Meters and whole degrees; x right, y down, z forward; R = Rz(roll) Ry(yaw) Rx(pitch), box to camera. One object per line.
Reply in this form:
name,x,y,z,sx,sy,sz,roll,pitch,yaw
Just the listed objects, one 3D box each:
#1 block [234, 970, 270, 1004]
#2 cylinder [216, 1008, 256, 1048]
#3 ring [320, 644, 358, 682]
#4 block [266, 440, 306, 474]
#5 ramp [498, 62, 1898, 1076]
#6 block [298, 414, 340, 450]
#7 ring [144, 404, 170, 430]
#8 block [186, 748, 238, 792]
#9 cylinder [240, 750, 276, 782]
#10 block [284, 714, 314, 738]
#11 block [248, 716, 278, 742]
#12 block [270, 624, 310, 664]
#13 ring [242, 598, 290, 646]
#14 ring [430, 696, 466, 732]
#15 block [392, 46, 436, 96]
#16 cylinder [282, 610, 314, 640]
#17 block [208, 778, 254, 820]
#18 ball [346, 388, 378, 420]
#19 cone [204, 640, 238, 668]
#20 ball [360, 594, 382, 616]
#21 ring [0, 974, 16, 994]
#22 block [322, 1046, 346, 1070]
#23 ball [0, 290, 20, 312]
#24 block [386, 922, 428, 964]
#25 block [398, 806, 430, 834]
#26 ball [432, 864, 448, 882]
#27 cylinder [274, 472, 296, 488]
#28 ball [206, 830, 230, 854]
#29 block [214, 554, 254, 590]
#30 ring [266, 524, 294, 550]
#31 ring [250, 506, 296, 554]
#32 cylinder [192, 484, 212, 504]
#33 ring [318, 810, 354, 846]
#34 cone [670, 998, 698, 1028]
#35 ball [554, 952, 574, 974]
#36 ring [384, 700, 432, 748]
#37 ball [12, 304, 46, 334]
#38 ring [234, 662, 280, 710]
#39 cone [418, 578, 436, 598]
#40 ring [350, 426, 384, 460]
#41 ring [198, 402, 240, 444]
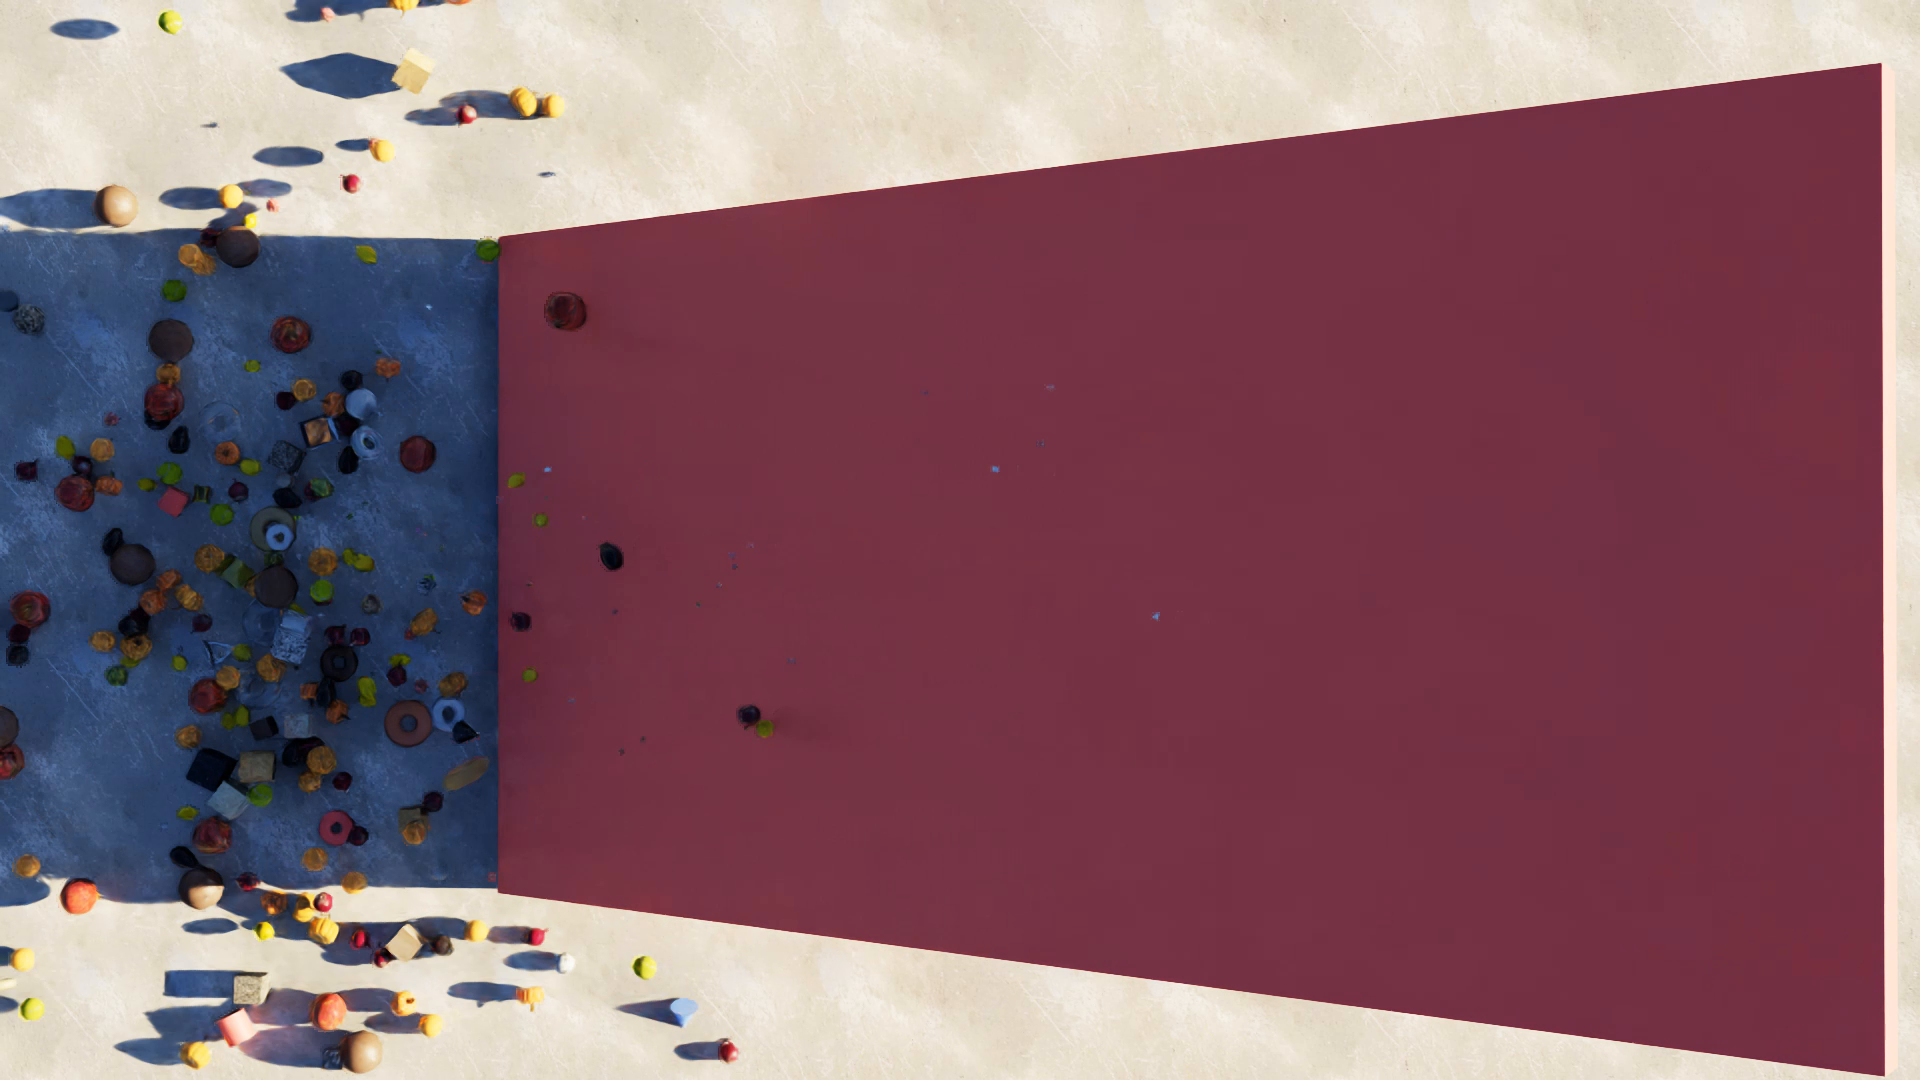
block,-2.166,1.369,6.728,0.082,0.082,0.082,3,90,0
cylinder,-2.213,1.490,6.721,0.087,0.087,0.087,-29,86,0
ring,-1.908,0.378,6.758,0.115,0.038,0.115,0,88,0
block,-2.065,-0.255,6.743,0.077,0.077,0.077,27,90,0
ramp,0.237,0.066,5.558,4.000,0.100,2.000,0,89,36
block,-1.964,-0.331,6.741,0.082,0.082,0.082,-17,90,0
ring,-2.471,-0.377,6.767,0.081,0.027,0.081,0,86,-6
block,-2.289,0.702,6.726,0.096,0.096,0.096,26,90,0
cylinder,-2.145,0.693,6.715,0.098,0.098,0.098,1,90,-13
block,-2.025,0.569,6.740,0.071,0.071,0.071,0,90,0
block,-2.134,0.579,6.745,0.057,0.057,0.057,-24,90,4
block,-2.047,0.319,6.716,0.083,0.083,0.083,19,97,-33
ring,-2.128,0.252,6.753,0.150,0.050,0.150,0,92,-3
ring,-1.573,0.534,6.755,0.114,0.038,0.114,0,88,4
block,-1.666,-1.431,6.715,0.088,0.088,0.088,29,120,-18
cylinder,-2.004,0.255,6.654,0.072,0.072,0.072,26,90,-14
block,-2.230,0.792,6.731,0.086,0.086,0.086,36,90,0
ball,-1.834,-0.418,6.735,0.095,0.095,0.095,0,90,0
cone,-2.264,0.339,6.756,0.093,0.093,0.093,-16,90,-27
ball,-1.806,0.199,6.747,0.063,0.063,0.063,0,90,0
ring,-2.924,1.355,6.701,0.090,0.090,0.030,-24,58,0
block,-1.918,1.588,6.739,0.058,0.058,0.058,-1,90,0
ball,-2.924,-0.734,6.751,0.068,0.068,0.068,0,90,0
block,-1.693,1.236,6.730,0.081,0.081,0.081,42,90,0
block,-1.673,0.857,6.735,0.072,0.072,0.072,-4,90,4
ball,-1.595,1.020,6.746,0.053,0.053,0.053,0,90,0
cylinder,-2.071,-0.184,6.753,0.051,0.051,0.051,0,90,5
ball,-2.273,0.925,6.735,0.075,0.075,0.075,0,90,0
block,-2.218,0.096,6.721,0.073,0.073,0.073,-52,124,-14
ring,-2.077,-0.009,6.715,0.084,0.028,0.084,0,91,1
ring,-2.110,-0.031,6.755,0.148,0.049,0.148,0,88,4
cylinder,-2.326,-0.141,6.753,0.052,0.052,0.052,9,88,0
ring,-1.914,0.885,6.755,0.110,0.037,0.110,0,90,-1
cone,-0.849,1.466,6.750,0.083,0.083,0.083,7,116,0
ball,-1.213,1.297,6.738,0.064,0.064,0.064,0,90,0
ring,-1.693,0.562,6.751,0.148,0.049,0.148,0,90,0
ball,-2.853,-0.675,6.739,0.091,0.091,0.091,0,90,0
ring,-2.159,0.449,6.753,0.144,0.048,0.144,0,91,1
cone,-1.642,0.154,6.766,0.056,0.056,0.056,13,116,0
ring,-1.815,-0.296,6.737,0.037,0.110,0.110,-27,89,42
ring,-2.277,-0.361,6.761,0.131,0.044,0.131,0,91,0
